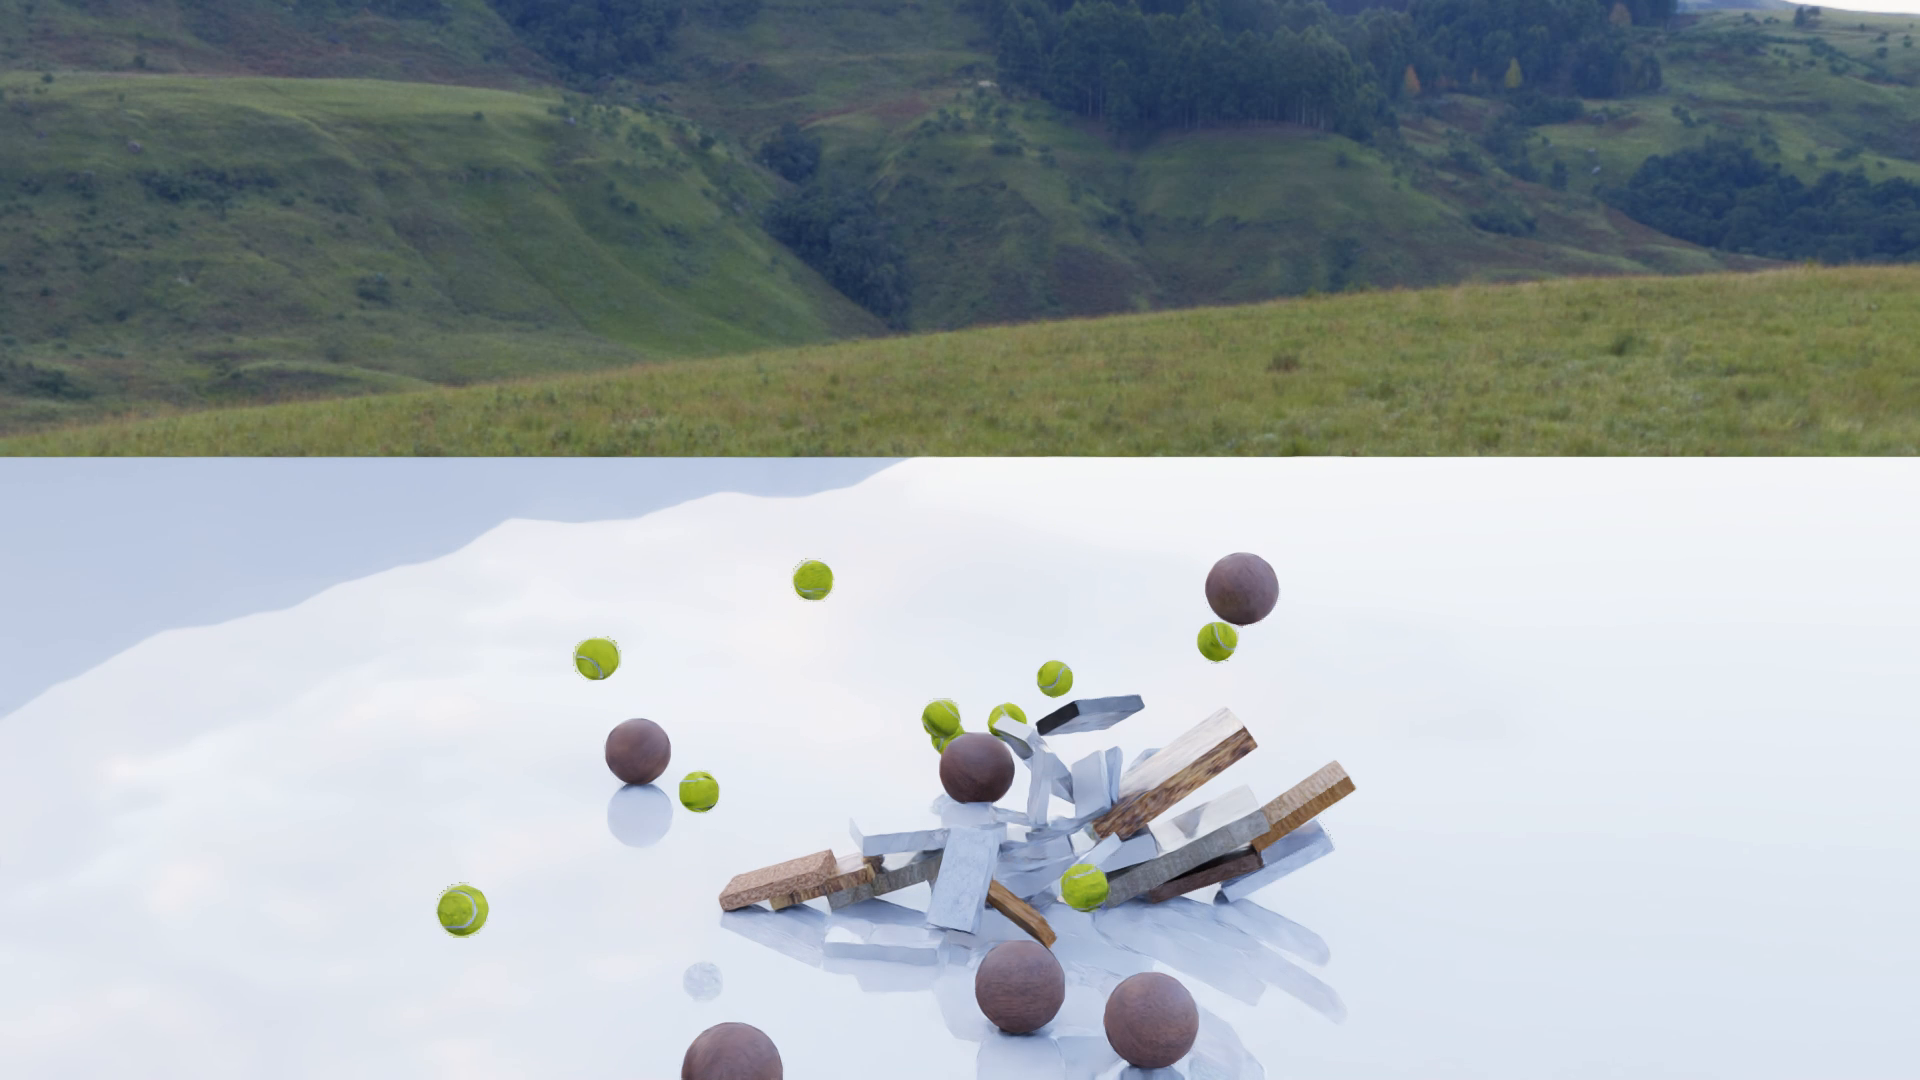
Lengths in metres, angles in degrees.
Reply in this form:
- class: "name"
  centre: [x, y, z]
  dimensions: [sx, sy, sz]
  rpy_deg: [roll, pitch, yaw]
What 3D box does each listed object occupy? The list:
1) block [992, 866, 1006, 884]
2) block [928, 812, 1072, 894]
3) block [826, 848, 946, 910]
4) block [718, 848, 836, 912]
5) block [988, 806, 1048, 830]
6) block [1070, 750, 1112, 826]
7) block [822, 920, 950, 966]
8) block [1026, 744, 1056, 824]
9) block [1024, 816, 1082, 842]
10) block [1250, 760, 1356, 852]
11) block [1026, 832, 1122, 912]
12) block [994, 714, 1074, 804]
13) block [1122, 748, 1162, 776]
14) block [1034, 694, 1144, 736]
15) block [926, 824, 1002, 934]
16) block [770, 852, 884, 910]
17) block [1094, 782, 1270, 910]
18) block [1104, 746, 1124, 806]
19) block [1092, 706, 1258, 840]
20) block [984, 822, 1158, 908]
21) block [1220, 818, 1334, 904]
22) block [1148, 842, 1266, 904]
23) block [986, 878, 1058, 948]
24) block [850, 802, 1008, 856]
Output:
- class: "block"
  centre: [0.048, 0.534, 3.534]
  dimensions: [0.013, 0.045, 0.091]
  rpy_deg: [-30, -1, -12]
- class: "block"
  centre: [0.065, 0.522, 3.657]
  dimensions: [0.240, 0.034, 0.120]
  rpy_deg: [-17, 10, 3]
- class: "block"
  centre: [-0.102, 0.542, 3.641]
  dimensions: [0.240, 0.034, 0.120]
  rpy_deg: [-17, 10, 2]
- class: "block"
  centre: [-0.299, 0.557, 3.600]
  dimensions: [0.180, 0.025, 0.090]
  rpy_deg: [-18, 10, 15]
- class: "block"
  centre: [0.095, 0.456, 3.610]
  dimensions: [0.091, 0.013, 0.045]
  rpy_deg: [13, 4, -16]
- class: "block"
  centre: [0.215, 0.408, 3.624]
  dimensions: [0.060, 0.017, 0.120]
  rpy_deg: [-32, 38, 25]
- class: "block"
  centre: [-0.114, 0.625, 3.412]
  dimensions: [0.180, 0.025, 0.090]
  rpy_deg: [2, 11, 11]
- class: "block"
  centre: [0.131, 0.398, 3.586]
  dimensions: [0.017, 0.120, 0.060]
  rpy_deg: [6, 6, -15]
- class: "block"
  centre: [0.157, 0.475, 3.619]
  dimensions: [0.091, 0.013, 0.045]
  rpy_deg: [-13, 11, 25]
- class: "block"
  centre: [0.559, 0.440, 3.644]
  dimensions: [0.193, 0.027, 0.097]
  rpy_deg: [-34, 10, 3]
- class: "block"
  centre: [0.179, 0.519, 3.427]
  dimensions: [0.159, 0.023, 0.080]
  rpy_deg: [-33, -8, -38]
- class: "block"
  centre: [0.137, 0.371, 3.681]
  dimensions: [0.026, 0.183, 0.091]
  rpy_deg: [-48, 33, -16]
- class: "block"
  centre: [0.356, 0.408, 3.932]
  dimensions: [0.091, 0.026, 0.183]
  rpy_deg: [0, -20, -9]
- class: "block"
  centre: [0.217, 0.291, 3.651]
  dimensions: [0.091, 0.026, 0.183]
  rpy_deg: [-33, -20, 35]
- class: "block"
  centre: [0.006, 0.529, 3.432]
  dimensions: [0.080, 0.159, 0.023]
  rpy_deg: [7, -18, 29]
- class: "block"
  centre: [-0.219, 0.554, 3.605]
  dimensions: [0.180, 0.026, 0.090]
  rpy_deg: [-18, 11, 15]
- class: "block"
  centre: [0.364, 0.506, 3.652]
  dimensions: [0.295, 0.042, 0.148]
  rpy_deg: [-27, 10, 4]
- class: "block"
  centre: [0.237, 0.400, 3.656]
  dimensions: [0.060, 0.017, 0.120]
  rpy_deg: [-29, 29, 31]
- class: "block"
  centre: [0.344, 0.389, 3.629]
  dimensions: [0.295, 0.042, 0.148]
  rpy_deg: [-35, 10, 1]
- class: "block"
  centre: [0.175, 0.527, 3.658]
  dimensions: [0.295, 0.042, 0.148]
  rpy_deg: [-17, 10, 2]
- class: "block"
  centre: [0.521, 0.533, 3.656]
  dimensions: [0.194, 0.027, 0.097]
  rpy_deg: [-27, 10, 2]
- class: "block"
  centre: [0.404, 0.546, 3.659]
  dimensions: [0.194, 0.027, 0.097]
  rpy_deg: [-19, 11, 2]
- class: "block"
  centre: [0.078, 0.572, 3.439]
  dimensions: [0.159, 0.080, 0.023]
  rpy_deg: [32, 72, 36]
- class: "block"
  centre: [-0.053, 0.475, 3.627]
  dimensions: [0.240, 0.034, 0.120]
  rpy_deg: [-4, 11, -13]
